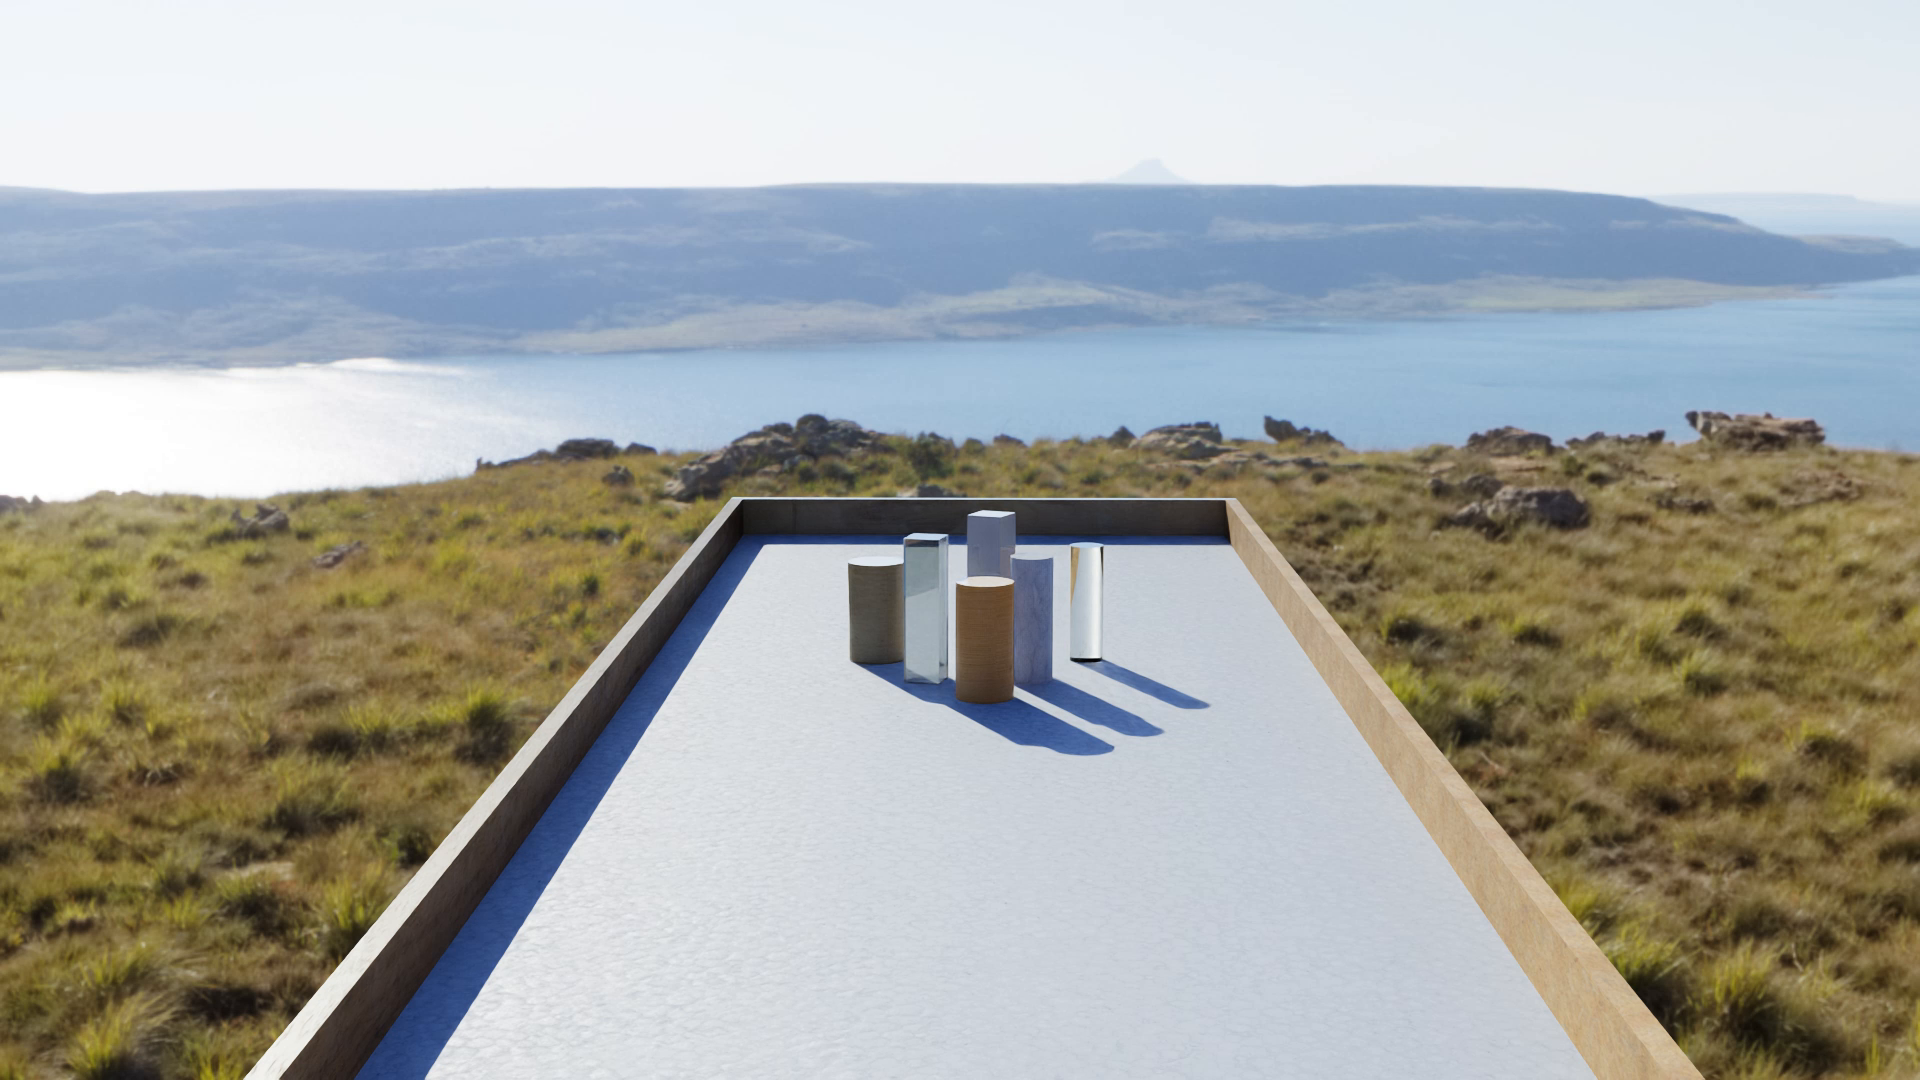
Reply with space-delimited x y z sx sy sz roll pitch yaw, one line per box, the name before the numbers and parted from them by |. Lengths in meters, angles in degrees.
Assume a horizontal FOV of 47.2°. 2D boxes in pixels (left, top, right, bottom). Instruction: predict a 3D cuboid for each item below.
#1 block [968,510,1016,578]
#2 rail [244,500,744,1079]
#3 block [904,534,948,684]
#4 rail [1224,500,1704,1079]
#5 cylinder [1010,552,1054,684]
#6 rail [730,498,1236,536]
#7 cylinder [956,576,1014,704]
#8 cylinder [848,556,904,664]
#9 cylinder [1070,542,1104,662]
block | 0.095 0.145 6.651 0.109 0.452 0.109 4 10 25
rail | -1.004 0.839 3.234 0.050 0.150 12.000 0 9 1
block | -0.098 0.200 6.394 0.106 0.424 0.106 2 9 14
rail | 1.046 0.843 3.208 0.050 0.150 12.000 0 9 1
cylinder | 0.209 0.227 6.410 0.124 0.365 0.124 0 9 0
rail | 0.099 -0.098 9.147 2.100 0.150 0.050 0 9 1
cylinder | 0.069 0.280 6.181 0.165 0.332 0.165 0 9 0
cylinder | -0.254 0.213 6.697 0.174 0.302 0.174 0 9 0
cylinder | 0.384 0.190 6.683 0.102 0.353 0.102 0 9 0
